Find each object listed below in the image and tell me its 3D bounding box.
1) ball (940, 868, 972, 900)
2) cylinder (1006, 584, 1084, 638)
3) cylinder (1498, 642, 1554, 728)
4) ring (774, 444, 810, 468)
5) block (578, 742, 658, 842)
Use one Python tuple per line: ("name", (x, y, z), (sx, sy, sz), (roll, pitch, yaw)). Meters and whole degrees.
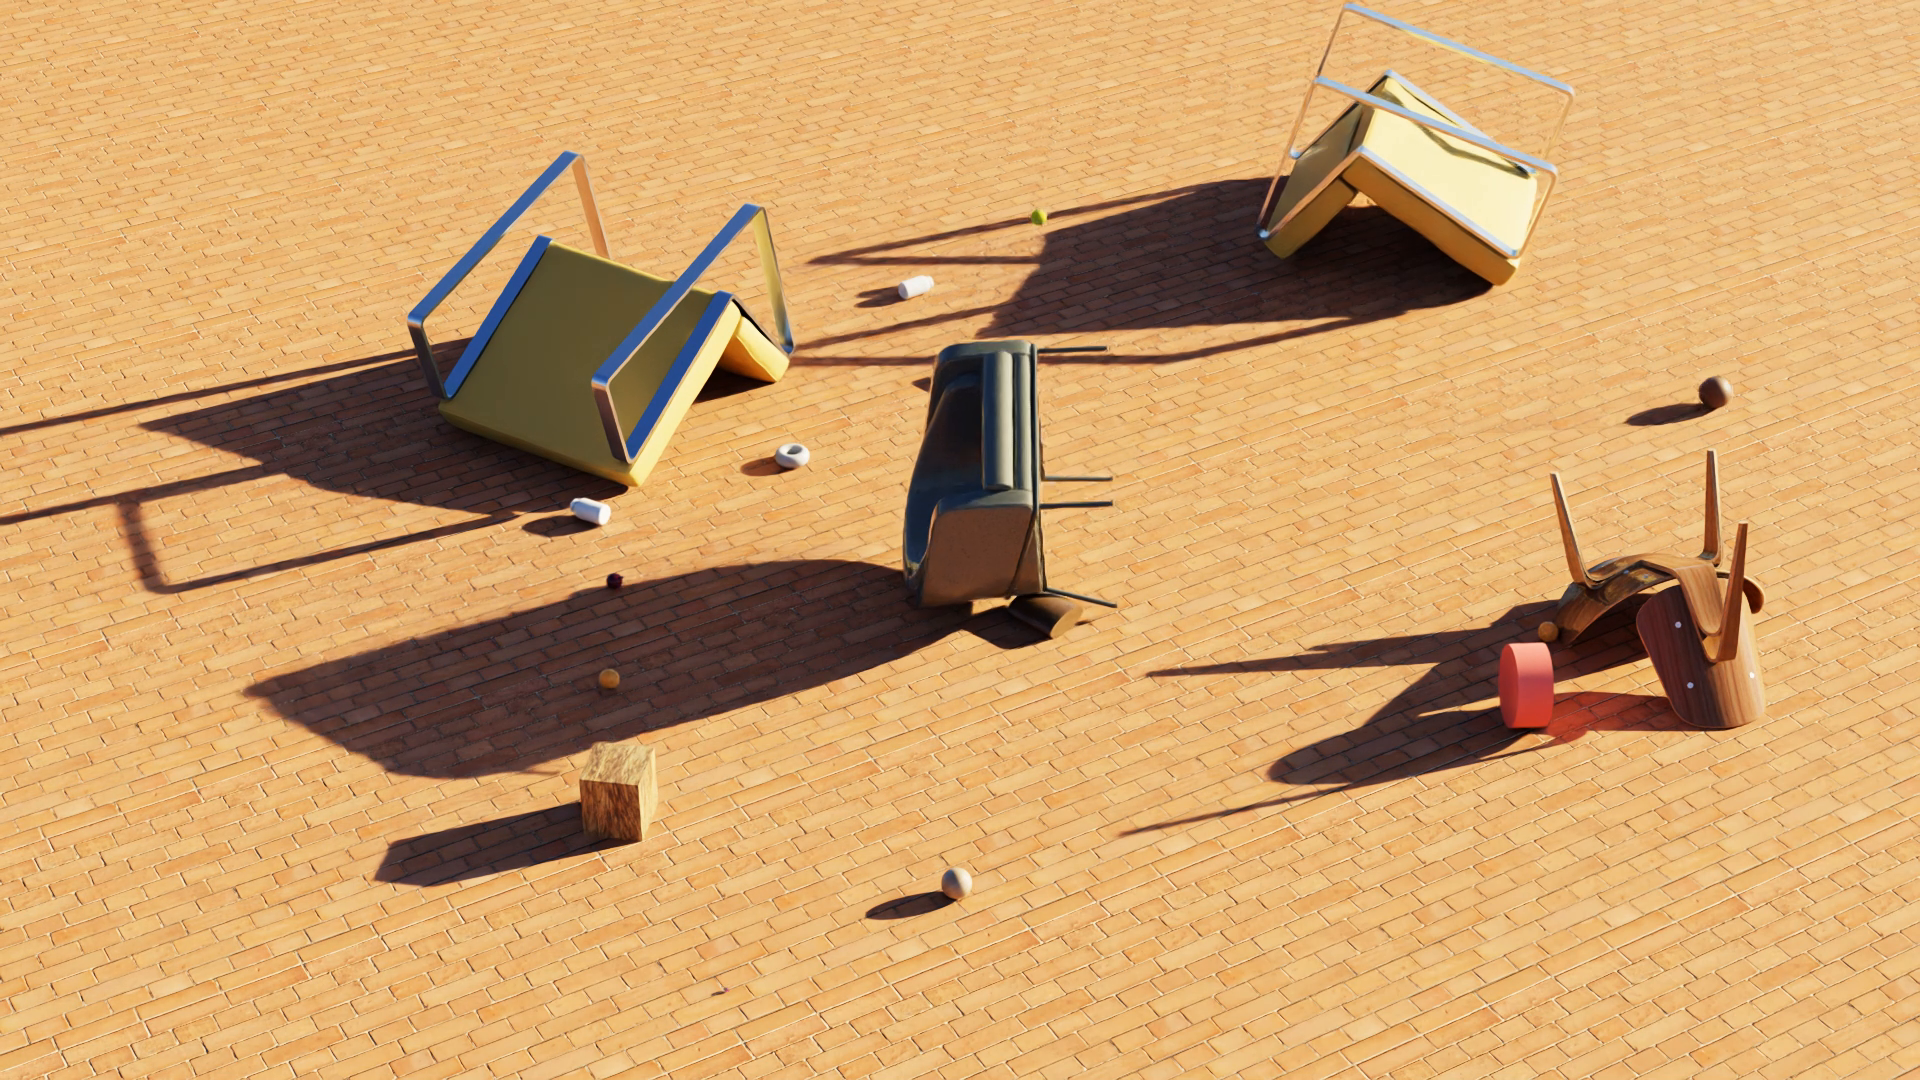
("ball", (-0.011, 1.079, 9.217), (0.100, 0.100, 0.100), (0, 33, 0))
("cylinder", (0.304, 0.252, 10.485), (0.207, 0.083, 0.184), (27, 48, 34))
("cylinder", (1.916, 0.493, 9.927), (0.119, 0.298, 0.271), (-2, 39, -3))
("ring", (-0.653, -0.326, 11.391), (0.135, 0.055, 0.134), (-26, 40, -36))
("block", (-1.105, 0.814, 9.500), (0.196, 0.230, 0.201), (5, 34, 8))
